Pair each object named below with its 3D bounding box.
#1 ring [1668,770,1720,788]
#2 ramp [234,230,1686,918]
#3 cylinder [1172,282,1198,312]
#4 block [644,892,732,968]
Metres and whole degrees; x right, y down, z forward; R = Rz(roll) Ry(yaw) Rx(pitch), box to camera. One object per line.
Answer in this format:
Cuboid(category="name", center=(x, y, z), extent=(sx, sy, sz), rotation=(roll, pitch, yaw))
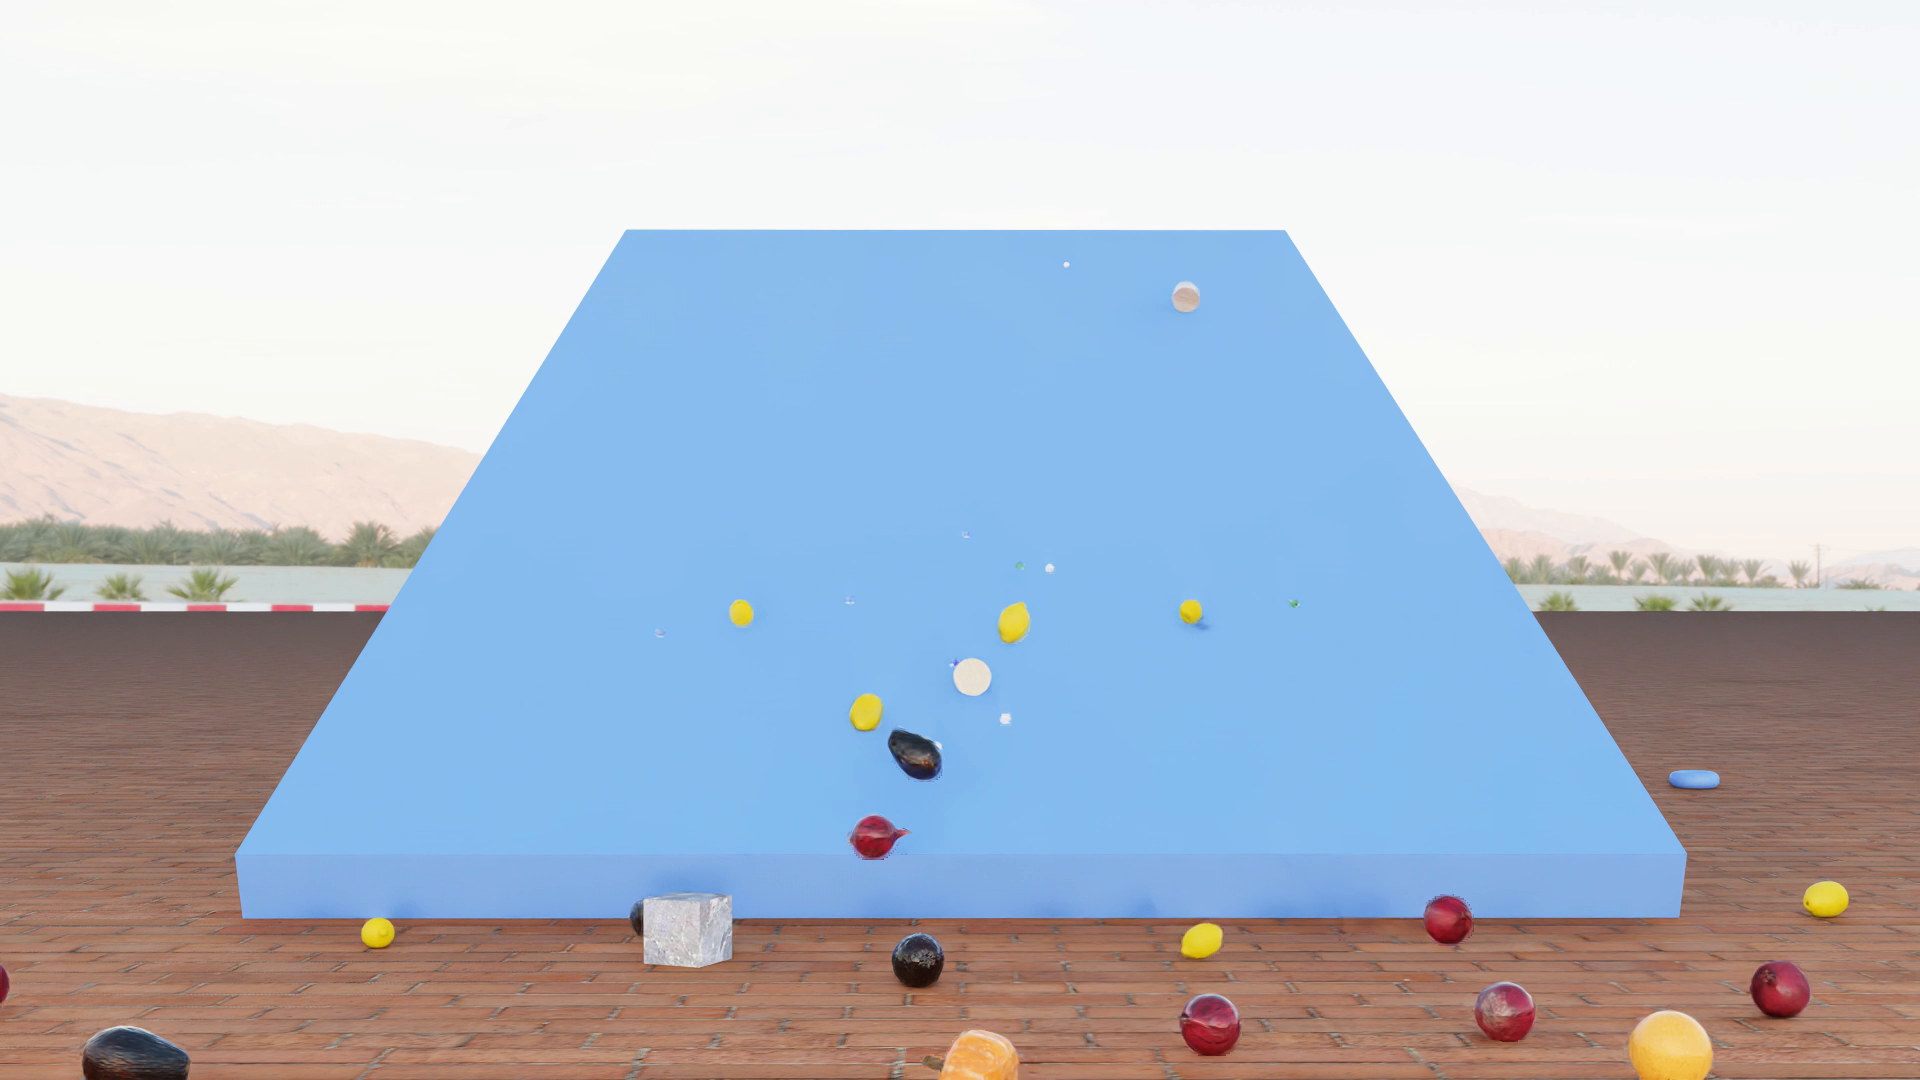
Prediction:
Cuboid(category="ring", center=(1.752, 0.572, 5.412), extent=(0.116, 0.039, 0.116), rotation=(-1, -1, 0))
Cuboid(category="ramp", center=(-0.005, -0.208, 5.019), extent=(2.000, 0.100, 4.000), rotation=(0, 20, 0))
Cuboid(category="cylinder", center=(0.592, -0.638, 5.953), extent=(0.068, 0.068, 0.068), rotation=(0, 20, 5))
Cuboid(category="block", center=(-0.333, 0.477, 2.780), extent=(0.078, 0.078, 0.078), rotation=(-1, -2, 24))
